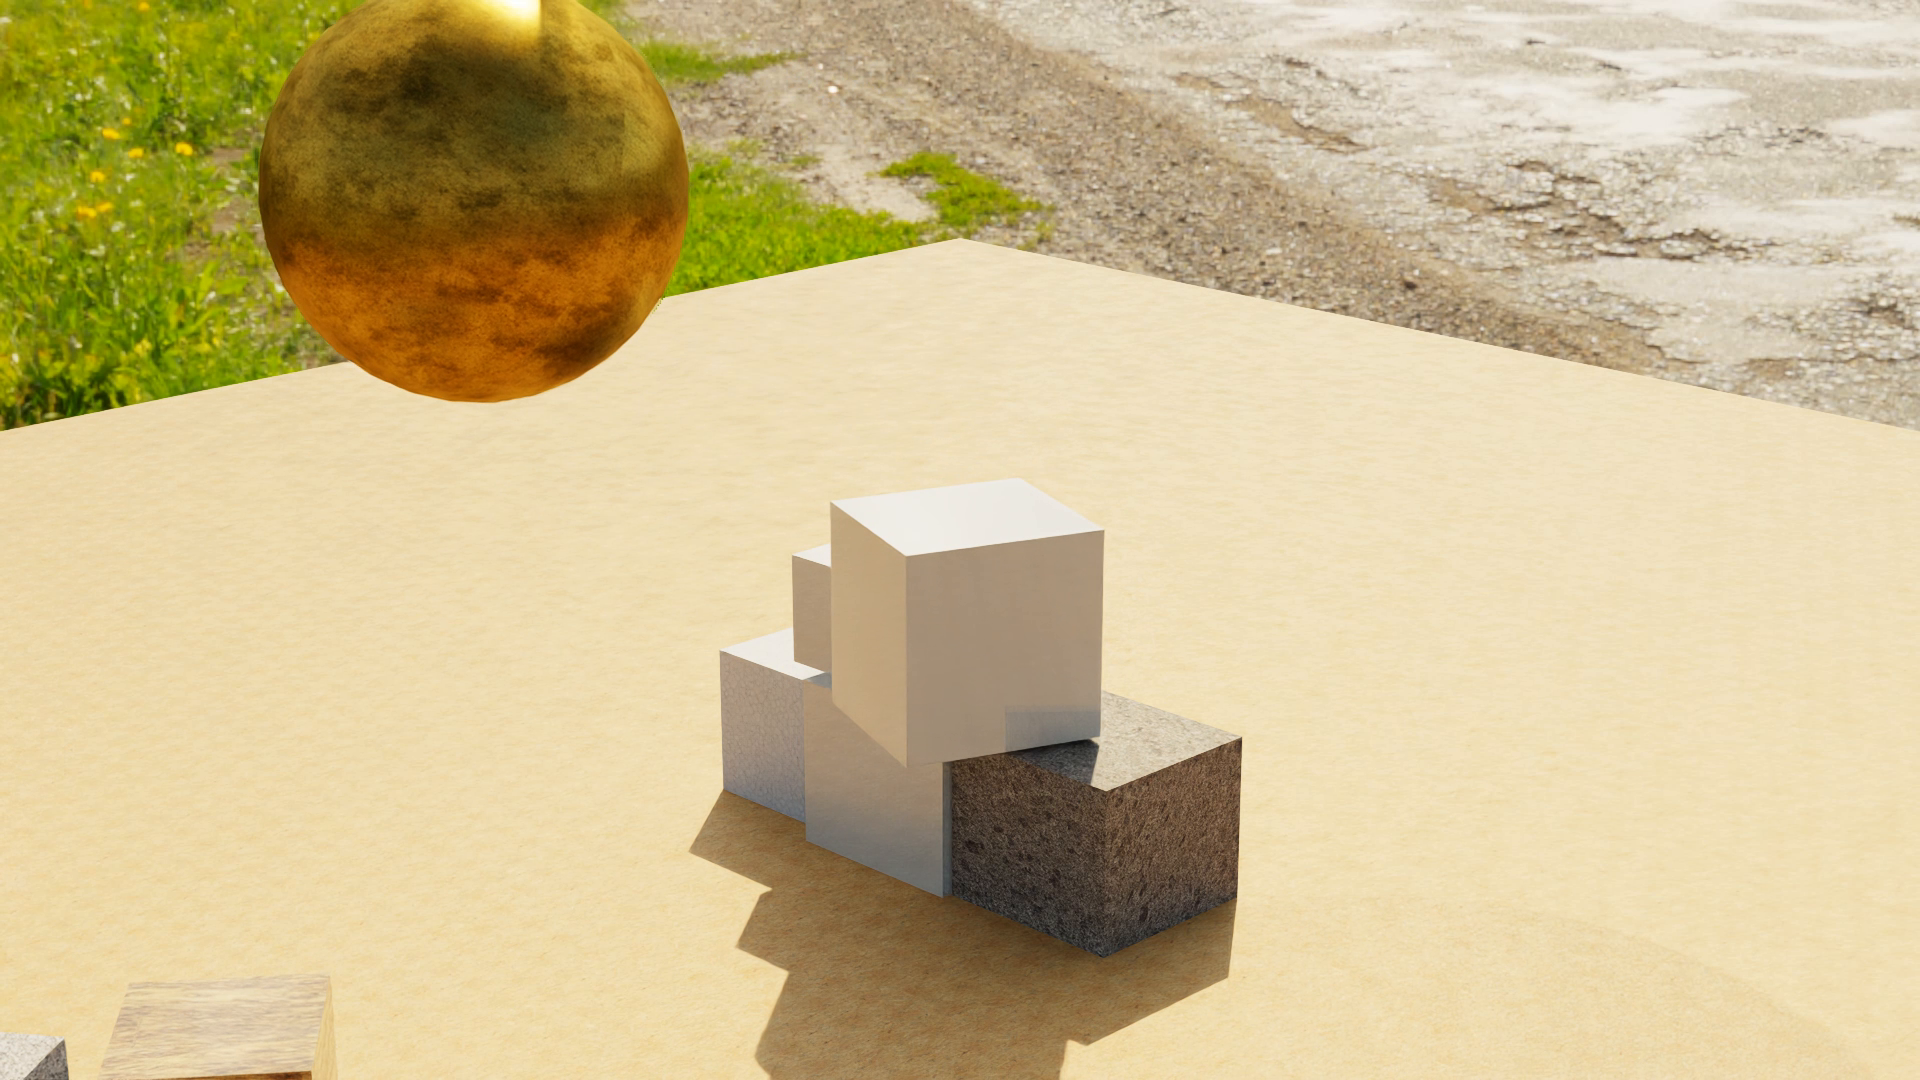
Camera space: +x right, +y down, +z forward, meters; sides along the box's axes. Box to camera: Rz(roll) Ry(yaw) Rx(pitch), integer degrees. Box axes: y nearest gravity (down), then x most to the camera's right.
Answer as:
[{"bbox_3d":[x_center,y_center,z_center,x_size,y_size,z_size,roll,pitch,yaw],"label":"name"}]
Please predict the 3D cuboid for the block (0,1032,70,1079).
[{"bbox_3d":[-3.609,2.217,9.933,0.886,0.815,0.874,3,18,9],"label":"block"}]

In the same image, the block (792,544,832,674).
[{"bbox_3d":[-0.348,0.319,13.755,0.617,0.529,0.619,17,24,42],"label":"block"}]

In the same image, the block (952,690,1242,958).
[{"bbox_3d":[0.609,1.237,13.116,0.896,0.774,0.923,-17,24,-42],"label":"block"}]

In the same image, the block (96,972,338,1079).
[{"bbox_3d":[-2.666,2.068,10.631,0.733,0.681,0.783,-2,18,-7],"label":"block"}]

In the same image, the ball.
[{"bbox_3d":[-1.818,-1.315,11.023,1.600,1.600,1.600,0,17,0],"label":"ball"}]

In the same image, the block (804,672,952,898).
[{"bbox_3d":[-0.044,1.023,13.742,1.012,0.807,0.920,-17,24,-42],"label":"block"}]

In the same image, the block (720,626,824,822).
[{"bbox_3d":[-0.650,0.884,14.318,0.711,0.728,0.750,-17,24,-42],"label":"block"}]

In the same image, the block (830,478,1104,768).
[{"bbox_3d":[0.021,0.346,12.957,0.927,0.955,0.864,-8,19,-23],"label":"block"}]
